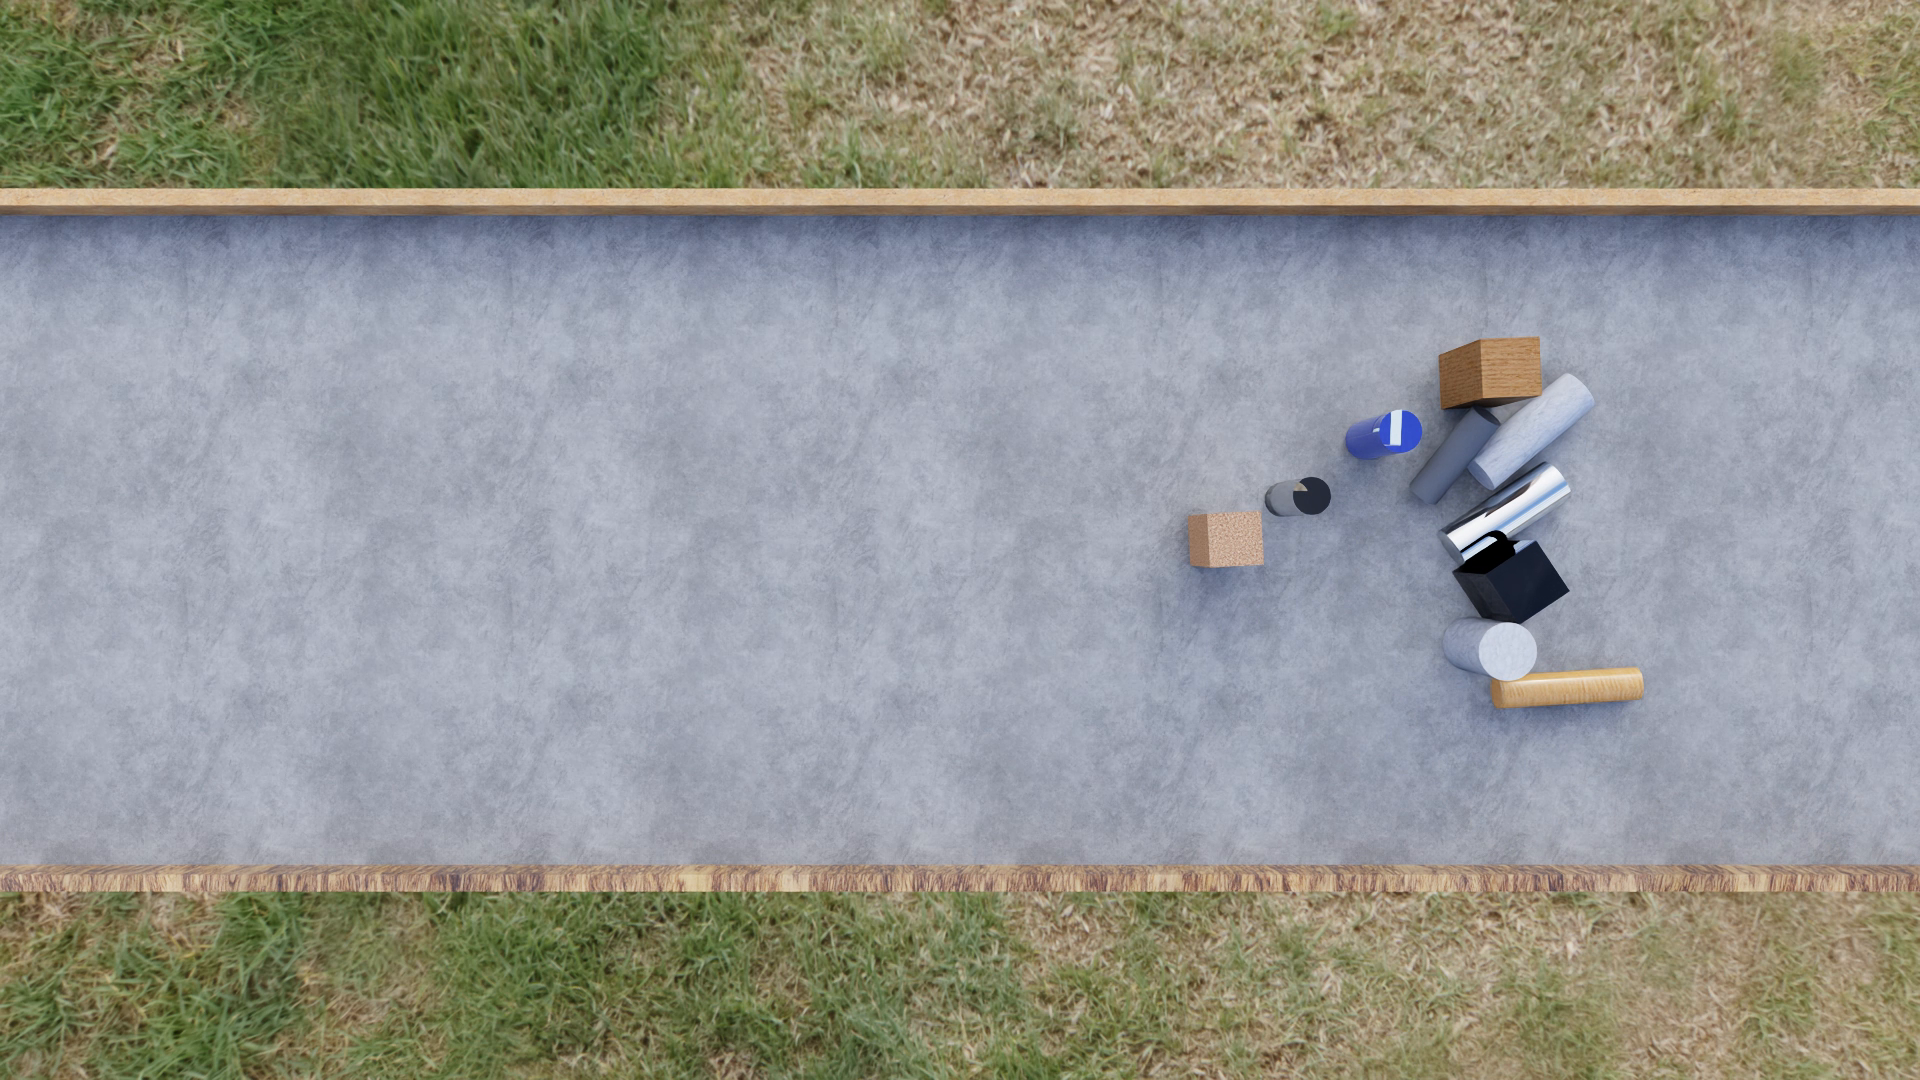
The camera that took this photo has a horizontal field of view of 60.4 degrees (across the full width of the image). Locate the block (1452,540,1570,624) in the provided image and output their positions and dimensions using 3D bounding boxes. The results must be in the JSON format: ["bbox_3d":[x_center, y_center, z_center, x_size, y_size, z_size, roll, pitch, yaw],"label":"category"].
[{"bbox_3d":[1.634,0.123,4.912,0.175,0.330,0.175,-34,90,0],"label":"block"}]

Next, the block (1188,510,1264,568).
[{"bbox_3d":[0.781,-0.003,4.876,0.153,0.402,0.153,-3,90,0],"label":"block"}]

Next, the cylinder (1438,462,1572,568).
[{"bbox_3d":[1.652,-0.077,5.008,0.380,0.137,0.137,-34,90,0],"label":"cylinder"}]

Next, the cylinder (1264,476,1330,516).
[{"bbox_3d":[0.992,-0.124,4.861,0.108,0.431,0.108,0,90,0],"label":"cylinder"}]

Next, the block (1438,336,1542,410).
[{"bbox_3d":[1.560,-0.489,4.873,0.168,0.408,0.168,-2,90,0],"label":"block"}]

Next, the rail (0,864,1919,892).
[{"bbox_3d":[-2.247,1.025,5.001,12.000,0.150,0.050,0,90,0],"label":"rail"}]

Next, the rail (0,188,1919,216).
[{"bbox_3d":[-2.247,-1.025,5.002,12.000,0.150,0.050,0,90,0],"label":"rail"}]

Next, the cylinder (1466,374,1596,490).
[{"bbox_3d":[1.726,-0.329,5.009,0.395,0.136,0.136,-40,90,0],"label":"cylinder"}]

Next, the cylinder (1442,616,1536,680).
[{"bbox_3d":[1.572,0.320,4.908,0.169,0.334,0.169,0,90,-1],"label":"cylinder"}]

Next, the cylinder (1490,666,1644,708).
[{"bbox_3d":[1.848,0.450,5.026,0.429,0.101,0.101,-4,90,0],"label":"cylinder"}]

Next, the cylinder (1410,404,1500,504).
[{"bbox_3d":[1.487,-0.255,4.961,0.101,0.101,0.309,33,117,0],"label":"cylinder"}]

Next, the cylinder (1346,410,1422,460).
[{"bbox_3d":[1.247,-0.308,4.872,0.122,0.409,0.122,0,90,0],"label":"cylinder"}]
